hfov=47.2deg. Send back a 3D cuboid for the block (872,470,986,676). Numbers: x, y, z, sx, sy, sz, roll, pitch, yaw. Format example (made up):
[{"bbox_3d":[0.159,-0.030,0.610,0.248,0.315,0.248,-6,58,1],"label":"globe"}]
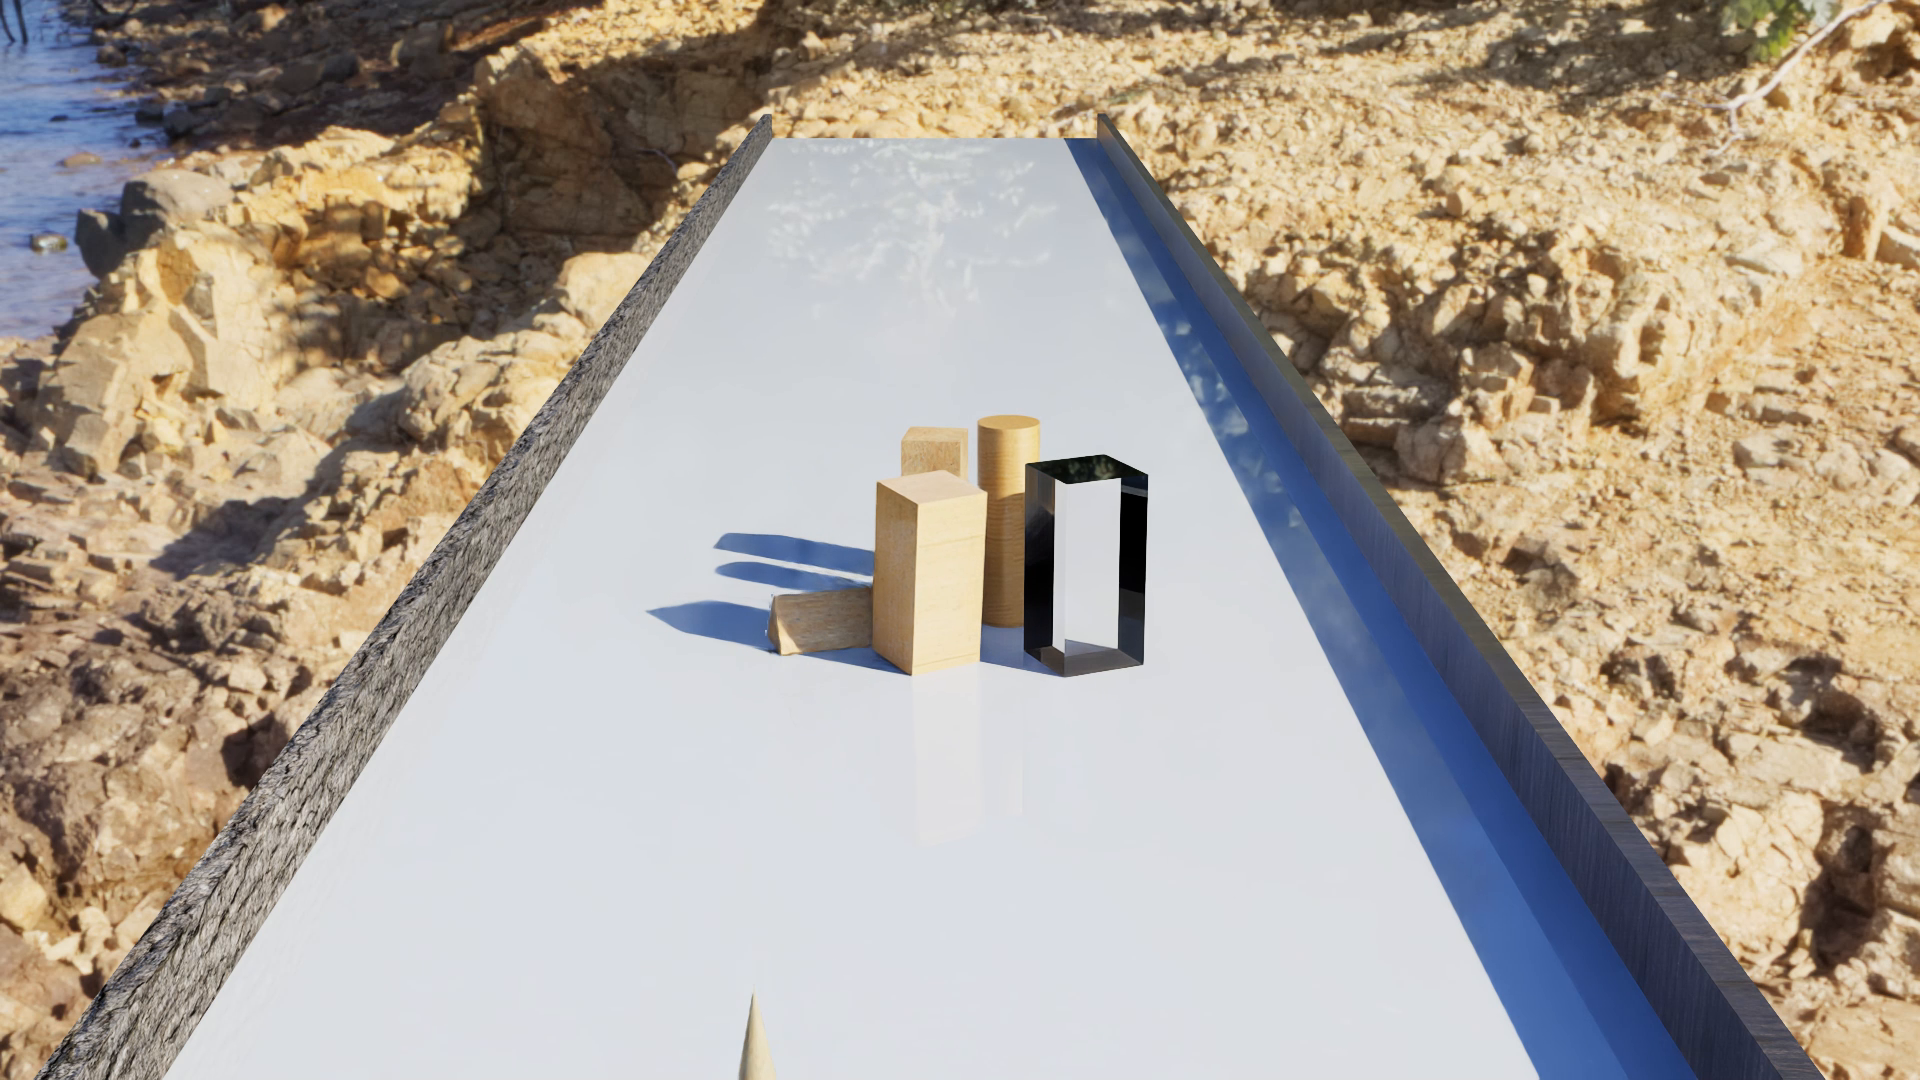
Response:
[{"bbox_3d":[-0.063,0.064,4.363,0.157,0.359,0.157,-10,24,-31],"label":"block"}]

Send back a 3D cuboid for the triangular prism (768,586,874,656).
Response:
[{"bbox_3d":[-0.212,0.149,4.526,0.349,0.107,0.124,-5,18,-17],"label":"triangular prism"}]

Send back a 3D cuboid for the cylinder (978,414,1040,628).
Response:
[{"bbox_3d":[0.101,-0.039,4.607,0.130,0.428,0.130,0,17,0],"label":"cylinder"}]

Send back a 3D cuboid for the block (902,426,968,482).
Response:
[{"bbox_3d":[-0.055,-0.078,4.917,0.131,0.326,0.131,2,17,7],"label":"block"}]

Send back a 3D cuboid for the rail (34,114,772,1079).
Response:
[{"bbox_3d":[-1.118,-0.838,7.780,0.050,0.150,12.000,0,17,-1],"label":"rail"}]

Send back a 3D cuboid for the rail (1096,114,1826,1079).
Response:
[{"bbox_3d":[0.932,-0.844,7.801,0.050,0.150,12.000,0,17,-1],"label":"rail"}]

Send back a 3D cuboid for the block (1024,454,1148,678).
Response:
[{"bbox_3d":[0.248,0.049,4.374,0.179,0.393,0.179,-8,18,-24],"label":"block"}]

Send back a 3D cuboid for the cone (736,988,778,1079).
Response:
[{"bbox_3d":[-0.221,0.650,2.416,0.138,0.357,0.138,0,17,0],"label":"cone"}]
